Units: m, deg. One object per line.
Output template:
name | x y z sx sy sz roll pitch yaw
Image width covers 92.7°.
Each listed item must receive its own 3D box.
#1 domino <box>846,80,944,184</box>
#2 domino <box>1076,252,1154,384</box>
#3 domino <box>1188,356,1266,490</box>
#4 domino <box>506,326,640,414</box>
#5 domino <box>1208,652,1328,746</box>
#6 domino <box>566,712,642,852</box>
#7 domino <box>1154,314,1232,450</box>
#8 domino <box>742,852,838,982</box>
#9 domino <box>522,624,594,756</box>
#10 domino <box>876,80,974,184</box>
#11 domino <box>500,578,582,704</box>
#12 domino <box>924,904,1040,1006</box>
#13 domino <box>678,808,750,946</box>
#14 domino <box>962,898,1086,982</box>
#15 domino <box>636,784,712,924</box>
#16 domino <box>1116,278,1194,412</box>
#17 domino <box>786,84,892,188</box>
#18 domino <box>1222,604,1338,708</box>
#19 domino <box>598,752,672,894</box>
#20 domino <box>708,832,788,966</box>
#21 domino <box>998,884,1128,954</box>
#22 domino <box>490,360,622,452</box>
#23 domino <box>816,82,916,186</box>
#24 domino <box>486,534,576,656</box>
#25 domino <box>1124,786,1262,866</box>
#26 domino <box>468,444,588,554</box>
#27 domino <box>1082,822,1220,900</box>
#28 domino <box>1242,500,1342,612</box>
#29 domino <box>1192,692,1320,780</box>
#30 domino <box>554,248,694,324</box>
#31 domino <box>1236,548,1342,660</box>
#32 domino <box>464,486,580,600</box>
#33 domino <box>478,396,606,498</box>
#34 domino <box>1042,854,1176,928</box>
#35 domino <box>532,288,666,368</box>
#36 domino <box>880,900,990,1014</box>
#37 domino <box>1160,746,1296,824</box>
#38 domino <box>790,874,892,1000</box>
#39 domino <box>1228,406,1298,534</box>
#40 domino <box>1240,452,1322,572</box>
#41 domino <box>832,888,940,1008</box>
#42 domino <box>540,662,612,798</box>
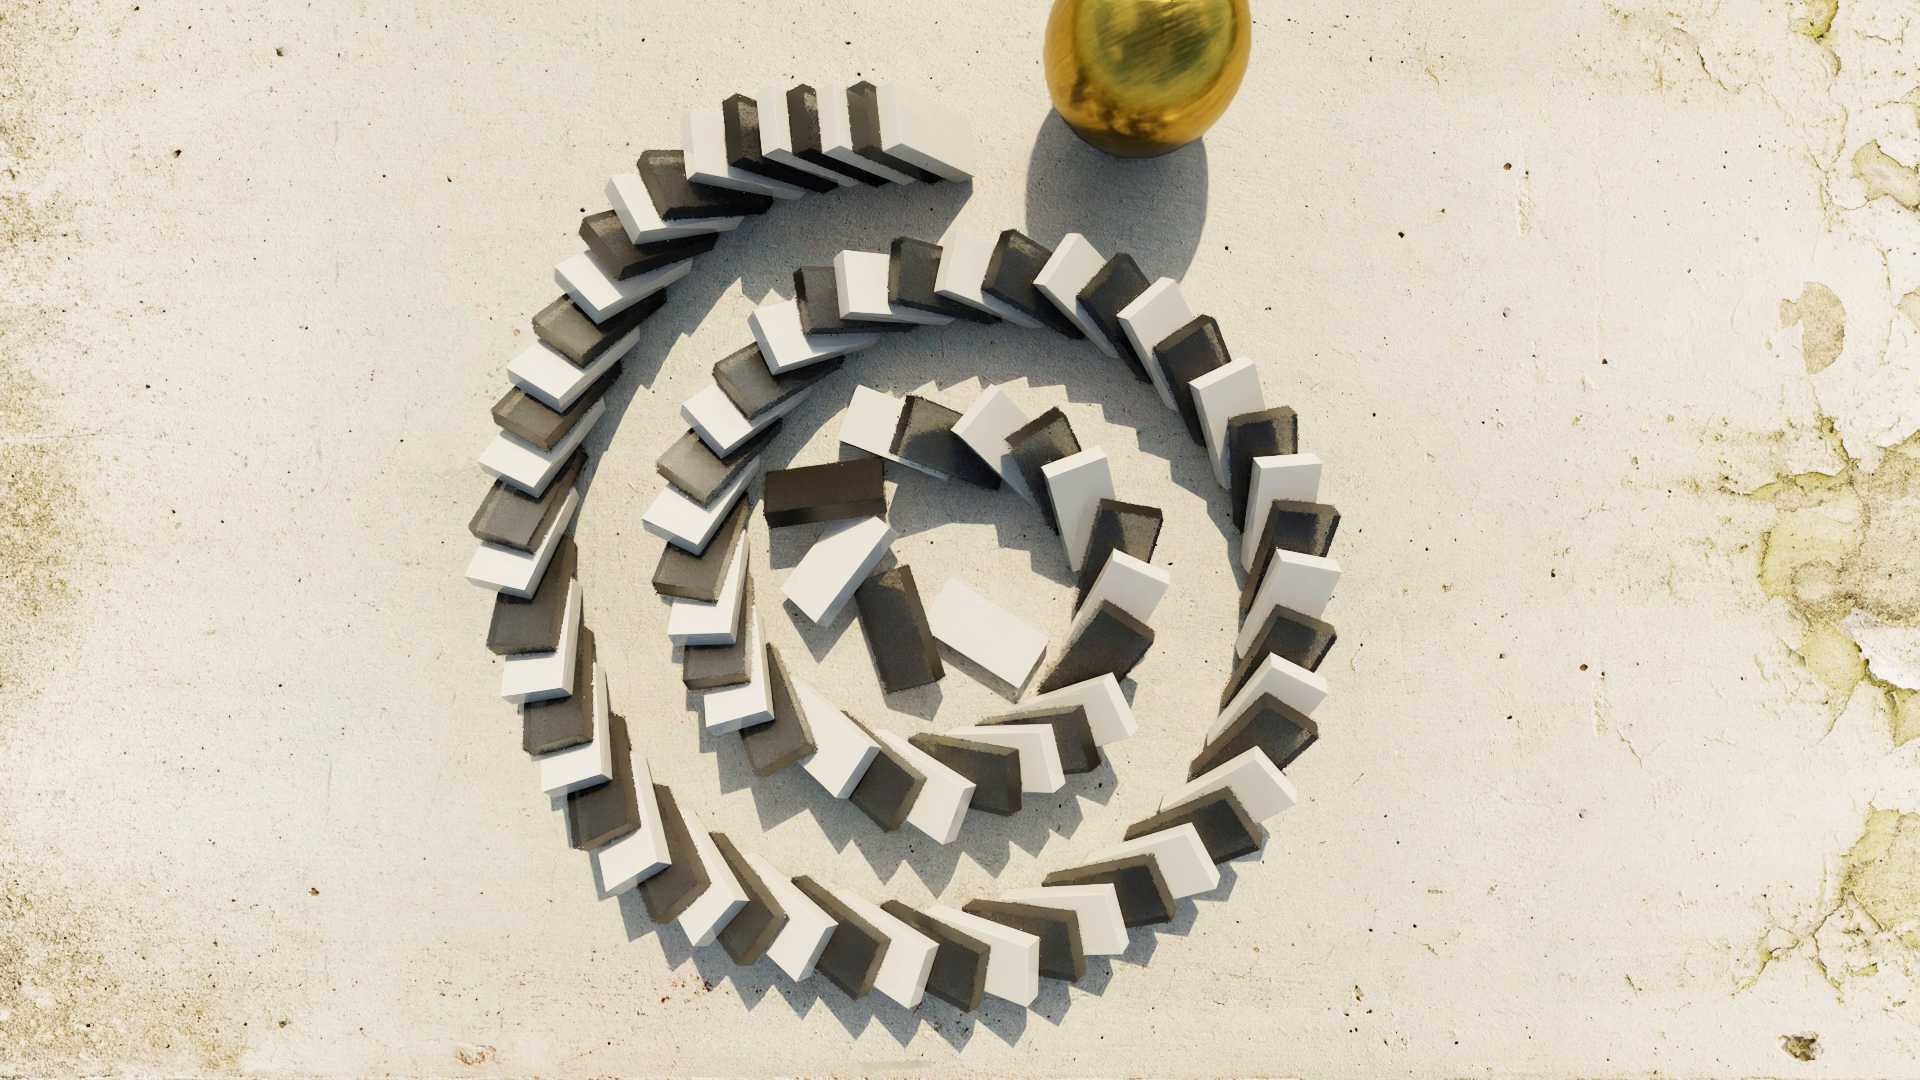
domino | -0.025 -0.167 0.377 0.010 0.050 0.025 -6 90 36
domino | 0.073 -0.092 0.383 0.025 0.009 0.050 -47 121 -1
domino | 0.115 -0.048 0.383 0.025 0.010 0.050 -26 120 -1
domino | -0.160 -0.078 0.382 0.025 0.010 0.050 31 58 3
domino | 0.127 0.072 0.383 0.025 0.010 0.050 26 122 0
domino | -0.150 0.100 0.382 0.025 0.010 0.050 -25 59 4
domino | 0.102 -0.066 0.383 0.025 0.010 0.050 -34 121 -2
domino | -0.077 0.157 0.384 0.050 0.010 0.025 29 90 28
domino | -0.167 0.062 0.383 0.025 0.010 0.050 -15 60 1
domino | -0.013 -0.167 0.377 0.010 0.050 0.025 -6 90 36
domino | -0.174 0.042 0.383 0.025 0.009 0.050 -9 60 1
domino | 0.008 0.172 0.382 0.050 0.009 0.025 4 96 32
domino | -0.111 0.140 0.382 0.025 0.010 0.050 -48 56 1
domino | 0.026 0.166 0.382 0.050 0.010 0.025 -8 93 33
domino | -0.125 0.130 0.381 0.025 0.009 0.050 -42 57 4
domino | 0.088 -0.081 0.382 0.025 0.009 0.050 -40 121 -3
domino | -0.049 -0.165 0.377 0.010 0.050 0.025 -6 90 36
domino | 0.133 0.053 0.384 0.025 0.009 0.050 20 119 0
domino | -0.139 0.117 0.382 0.025 0.009 0.050 -31 58 6
domino | -0.096 0.149 0.382 0.050 0.010 0.025 36 90 34
domino | 0.043 0.159 0.384 0.050 0.009 0.025 -15 90 29
domino | -0.167 -0.062 0.382 0.025 0.010 0.050 28 58 1
domino | -0.037 -0.166 0.377 0.009 0.050 0.025 -6 90 36
domino | -0.179 0.022 0.383 0.025 0.010 0.050 -4 60 1
domino | 0.097 0.124 0.383 0.050 0.010 0.025 -34 91 30
domino | -0.180 -0.021 0.383 0.025 0.010 0.050 16 62 2
domino | 0.080 0.138 0.384 0.050 0.010 0.025 -28 90 29
domino | 0.137 0.008 0.383 0.025 0.009 0.050 5 120 -4
domino | 0.122 0.088 0.382 0.025 0.009 0.050 31 122 -3
domino | -0.140 -0.113 0.382 0.025 0.010 0.050 45 56 0
domino | 0.136 0.029 0.383 0.025 0.009 0.050 11 120 -3
domino | -0.183 -0.002 0.384 0.025 0.010 0.050 13 62 0
domino | -0.174 -0.045 0.384 0.025 0.010 0.050 25 62 0
domino | 0.062 0.149 0.384 0.050 0.010 0.025 -23 90 29
domino | -0.150 -0.096 0.383 0.025 0.010 0.050 37 58 0
domino | -0.013 0.173 0.382 0.050 0.009 0.025 12 94 31
domino | 0.111 0.109 0.383 0.025 0.009 0.050 48 120 -2
domino | -0.055 0.165 0.383 0.050 0.009 0.025 24 90 30
domino | 0.127 -0.029 0.384 0.025 0.009 0.050 -12 119 0
domino | 0.133 -0.011 0.383 0.025 0.009 0.050 -5 121 -2
domino | -0.035 0.170 0.383 0.050 0.009 0.025 18 90 31
domino | -0.161 0.079 0.383 0.025 0.009 0.050 -17 60 0
